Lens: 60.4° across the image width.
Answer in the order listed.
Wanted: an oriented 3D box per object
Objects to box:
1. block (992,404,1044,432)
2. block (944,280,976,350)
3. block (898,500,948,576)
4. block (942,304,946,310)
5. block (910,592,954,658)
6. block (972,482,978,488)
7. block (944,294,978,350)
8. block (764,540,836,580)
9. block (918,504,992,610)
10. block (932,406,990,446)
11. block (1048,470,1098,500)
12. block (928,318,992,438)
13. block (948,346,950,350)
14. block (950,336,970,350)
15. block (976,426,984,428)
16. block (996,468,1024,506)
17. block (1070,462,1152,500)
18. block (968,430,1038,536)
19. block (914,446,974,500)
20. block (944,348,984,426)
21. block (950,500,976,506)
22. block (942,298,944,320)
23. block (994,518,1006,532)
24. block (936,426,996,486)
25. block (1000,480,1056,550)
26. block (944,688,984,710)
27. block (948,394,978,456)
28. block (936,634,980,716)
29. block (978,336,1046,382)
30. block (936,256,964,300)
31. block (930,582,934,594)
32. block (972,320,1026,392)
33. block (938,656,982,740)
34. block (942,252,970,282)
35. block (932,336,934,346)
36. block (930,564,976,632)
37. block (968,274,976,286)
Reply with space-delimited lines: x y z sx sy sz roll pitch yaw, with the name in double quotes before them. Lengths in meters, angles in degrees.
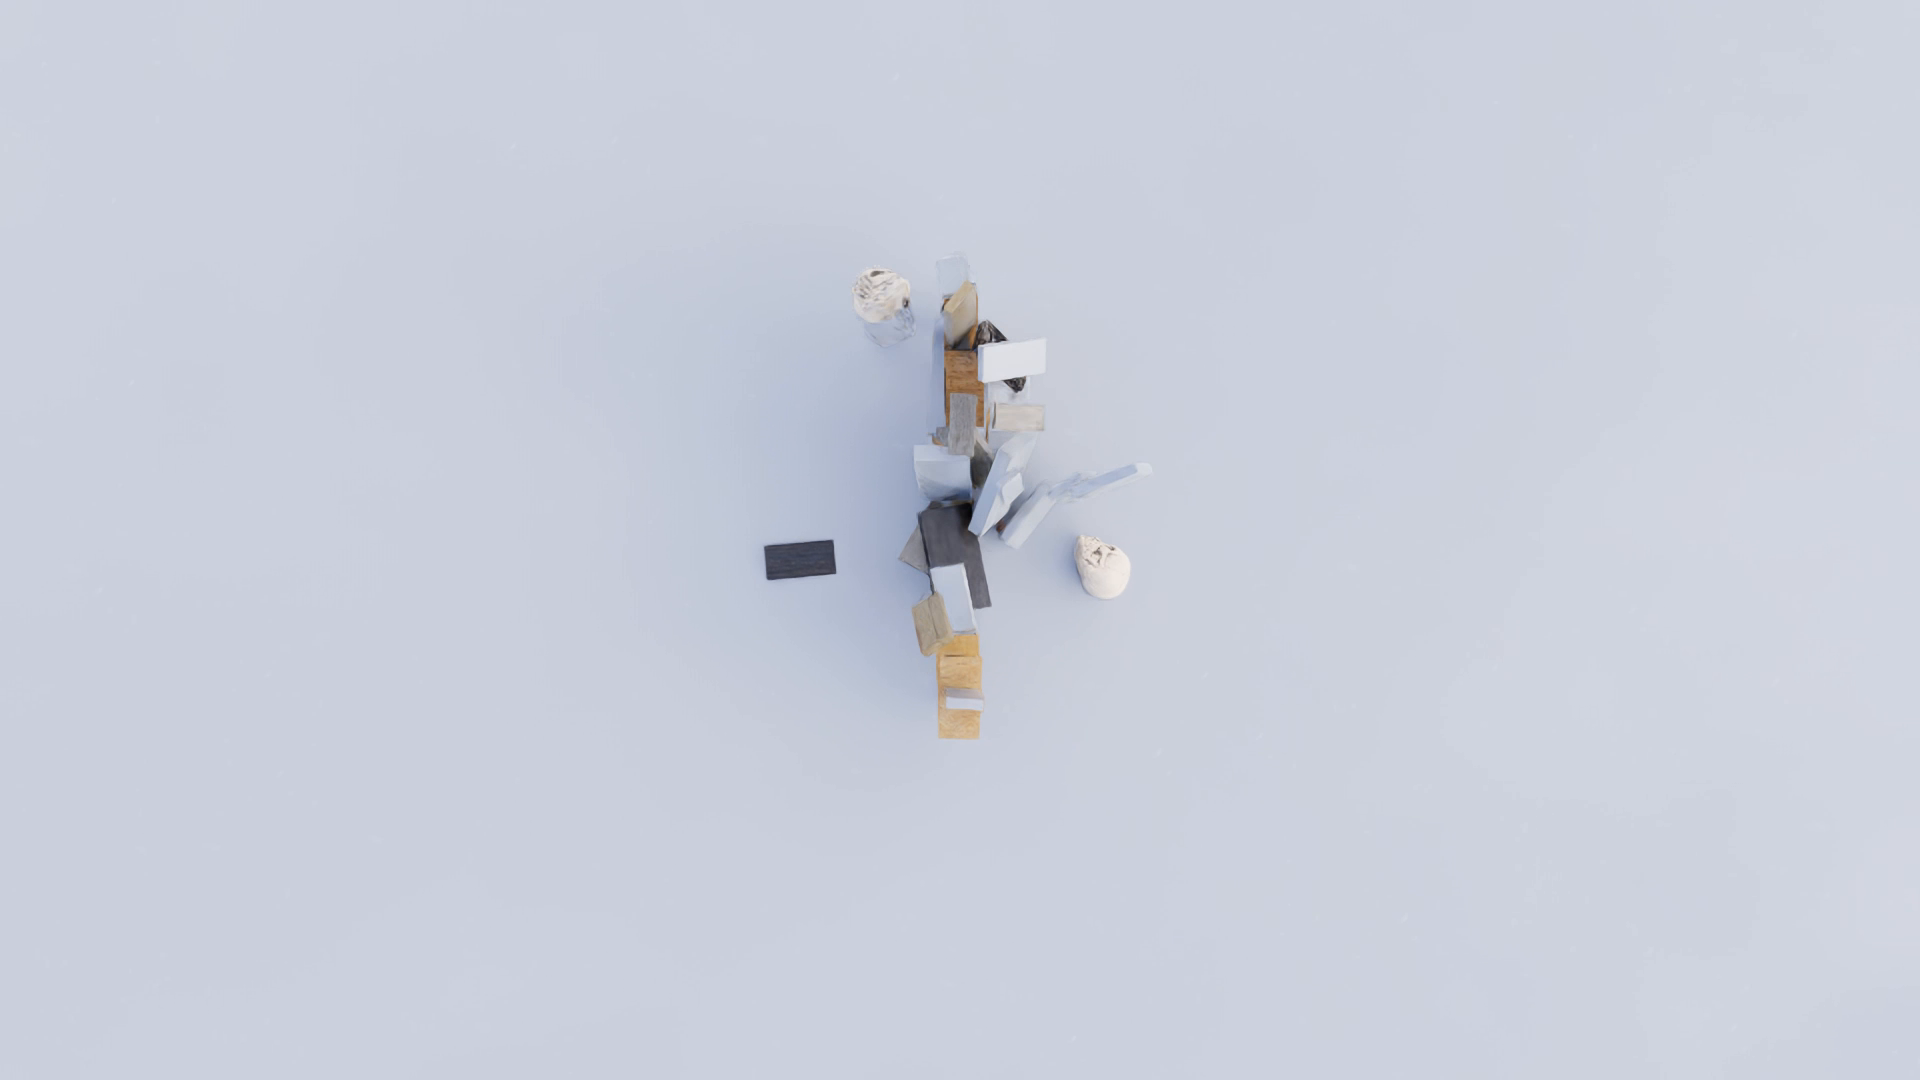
"block" 0.175 -0.366 4.918 0.154 0.022 0.077 1 98 -18
"block" 0.000 -0.657 4.837 0.030 0.339 0.107 38 82 8
"block" -0.096 -0.010 5.423 0.115 0.033 0.230 29 80 5
"block" -0.009 -0.682 4.951 0.070 0.236 0.020 -29 82 2
"block" -0.084 0.254 4.965 0.102 0.204 0.029 -34 127 14
"block" 0.037 -0.225 5.429 0.060 0.017 0.121 -30 125 -28
"block" 0.001 -0.653 5.084 0.103 0.029 0.206 1 84 0
"block" -0.530 0.066 5.484 0.230 0.033 0.115 -5 90 0
"block" -0.018 0.065 5.377 0.172 0.049 0.345 -11 86 -12
"block" 0.002 -0.346 5.321 0.179 0.357 0.051 0 75 0
"block" 0.369 -0.174 5.298 0.118 0.237 0.034 -35 82 16
"block" 0.000 -0.499 5.108 0.179 0.051 0.357 3 84 0
"block" -0.003 -0.540 5.052 0.061 0.017 0.122 -3 109 -1
"block" 0.001 -0.559 5.019 0.061 0.017 0.122 -5 98 -1
"block" 0.017 -0.455 5.015 0.116 0.033 0.231 -1 106 -2
"block" 0.158 -0.166 5.158 0.077 0.154 0.022 -40 70 -9
"block" 0.473 -0.184 5.161 0.237 0.118 0.034 -22 79 27
"block" 0.136 -0.184 5.233 0.049 0.172 0.345 34 132 14
"block" -0.050 -0.209 5.237 0.172 0.392 0.049 1 73 2
"block" 0.013 -0.459 4.979 0.116 0.033 0.231 -1 106 -2
"block" -0.010 -0.085 5.467 0.068 0.019 0.137 28 108 5
"block" -0.007 -0.727 5.401 0.103 0.206 0.029 -3 52 -3
"block" 0.115 -0.095 5.465 0.019 0.068 0.137 -20 90 -8
"block" 0.047 -0.261 5.198 0.116 0.483 0.033 -2 73 15
"block" 0.233 -0.082 5.430 0.034 0.118 0.237 39 93 23
"block" 0.009 0.457 4.749 0.102 0.317 0.029 4 90 -2
"block" 0.008 -0.346 4.949 0.077 0.022 0.185 4 96 14
"block" -0.005 0.434 5.210 0.135 0.038 0.271 -1 90 0
"block" 0.155 -0.537 4.892 0.214 0.030 0.107 -12 118 -26
"block" -0.029 -0.800 5.030 0.070 0.020 0.140 -14 57 6
"block" -0.045 0.111 5.434 0.115 0.033 0.230 -8 78 -3
"block" 0.124 -0.552 4.963 0.214 0.030 0.107 41 49 -34
"block" 0.001 0.470 4.926 0.123 0.035 0.246 2 90 0
"block" -0.009 -0.812 5.071 0.070 0.020 0.140 -12 71 4
"block" 0.003 -0.562 5.321 0.179 0.357 0.051 1 73 0
"block" -0.020 0.182 5.165 0.102 0.029 0.204 -9 98 18
"block" 0.000 -0.813 5.213 0.103 0.206 0.029 1 90 0
